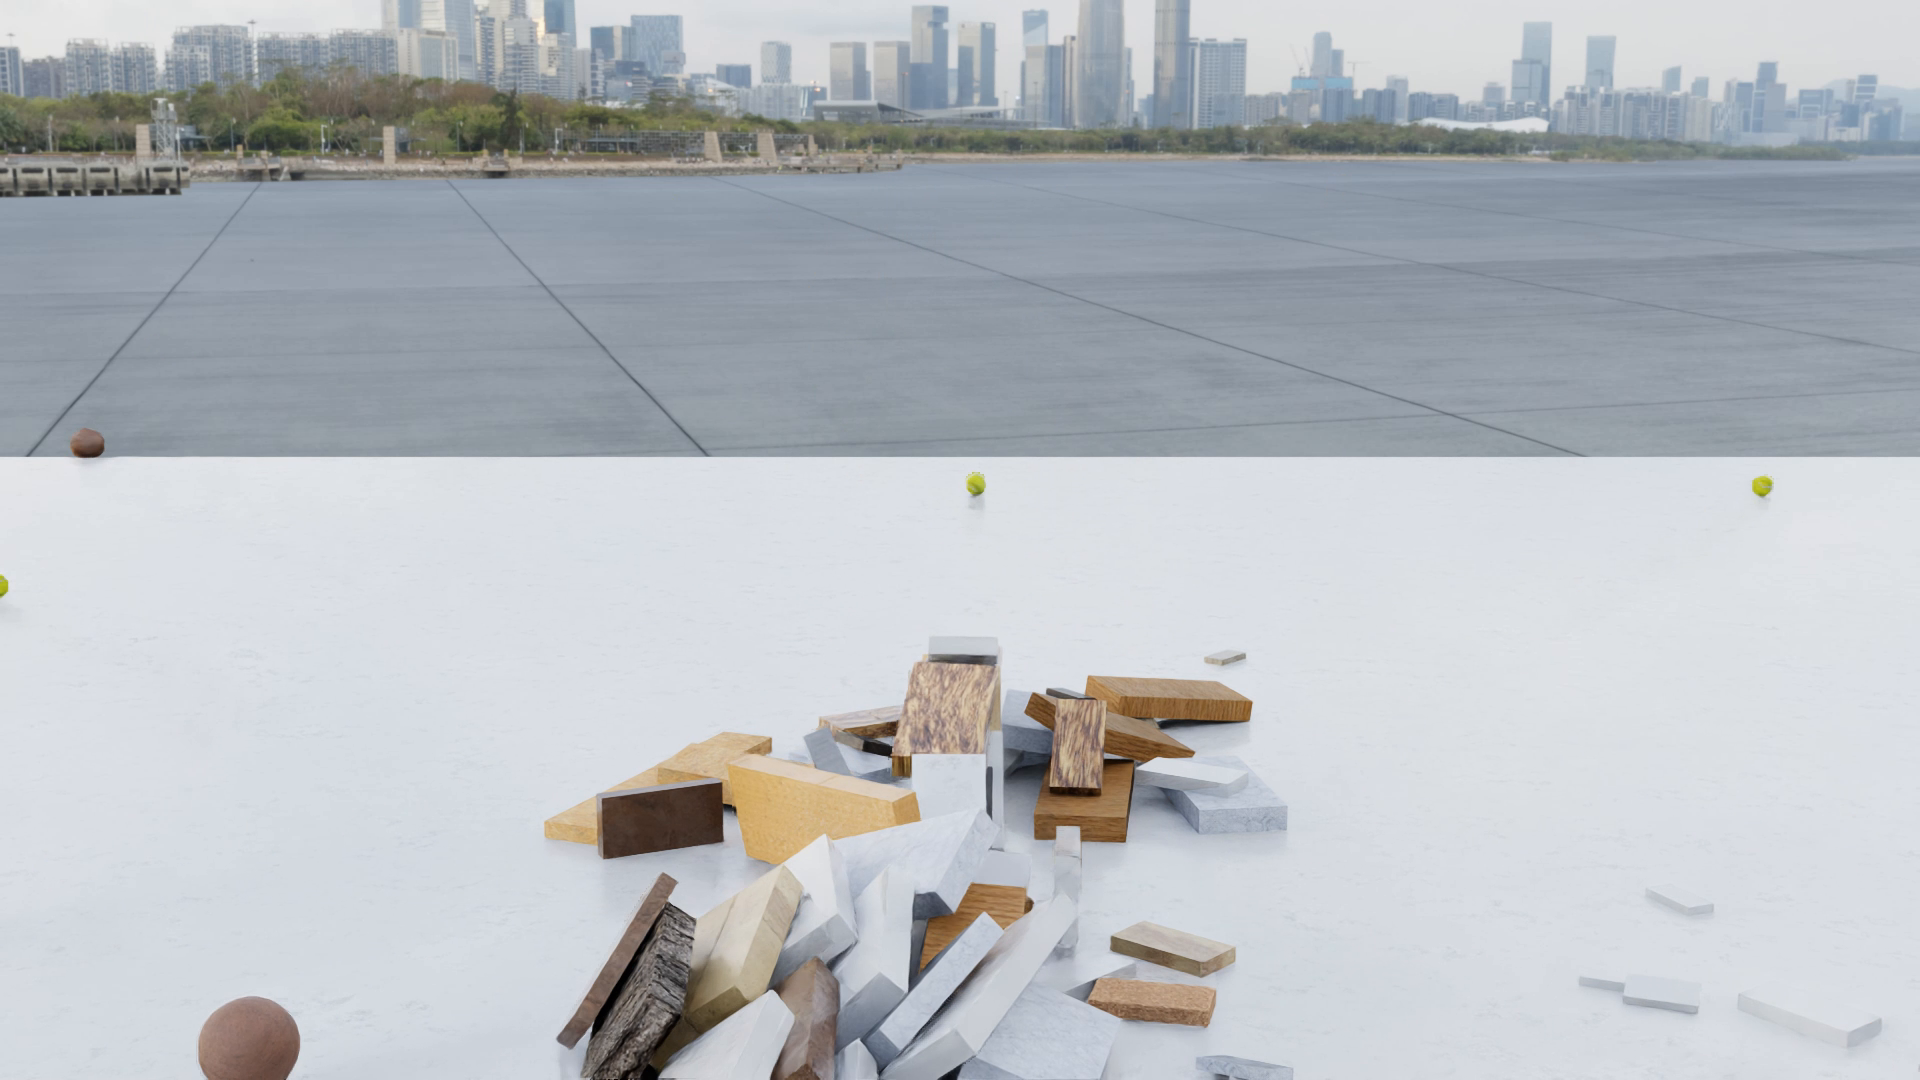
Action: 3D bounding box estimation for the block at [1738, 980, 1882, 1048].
[{"bbox_3d":[1.212,0.676,3.139,0.086,0.024,0.173,-8,13,-36],"label":"block"}]

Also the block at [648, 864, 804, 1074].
[{"bbox_3d":[-0.333,0.598,3.098,0.174,0.049,0.348,-35,12,16],"label":"block"}]

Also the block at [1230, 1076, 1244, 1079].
[{"bbox_3d":[0.430,0.731,2.843,0.173,0.024,0.086,3,11,13],"label":"block"}]

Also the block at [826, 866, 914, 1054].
[{"bbox_3d":[-0.146,0.600,3.085,0.049,0.175,0.349,42,11,-10],"label":"block"}]

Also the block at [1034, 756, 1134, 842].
[{"bbox_3d":[0.236,0.483,4.118,0.165,0.047,0.371,1,11,7],"label":"block"}]

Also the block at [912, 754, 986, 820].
[{"bbox_3d":[-0.019,0.453,3.724,0.127,0.036,0.254,0,31,0],"label":"block"}]

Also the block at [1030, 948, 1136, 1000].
[{"bbox_3d":[0.173,0.651,3.273,0.087,0.025,0.174,10,15,43],"label":"block"}]

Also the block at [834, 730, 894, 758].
[{"bbox_3d":[-0.190,0.413,4.452,0.077,0.022,0.154,15,-3,-24],"label":"block"}]

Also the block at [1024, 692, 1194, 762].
[{"bbox_3d":[0.295,0.378,4.316,0.321,0.046,0.161,18,7,-40],"label":"block"}]

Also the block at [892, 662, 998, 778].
[{"bbox_3d":[-0.025,0.326,3.991,0.157,0.044,0.314,3,29,6],"label":"block"}]

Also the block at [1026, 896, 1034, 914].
[{"bbox_3d":[0.044,0.556,3.468,0.071,0.020,0.142,-12,25,-35],"label":"block"}]

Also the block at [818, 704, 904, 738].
[{"bbox_3d":[-0.175,0.389,4.667,0.222,0.031,0.111,-6,12,-30],"label":"block"}]

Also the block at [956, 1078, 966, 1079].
[{"bbox_3d":[0.077,0.733,2.557,0.164,0.047,0.328,10,12,-3],"label":"block"}]

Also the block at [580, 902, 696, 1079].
[{"bbox_3d":[-0.435,0.631,2.978,0.049,0.174,0.348,34,7,-9],"label":"block"}]

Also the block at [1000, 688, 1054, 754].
[{"bbox_3d":[0.166,0.374,4.518,0.161,0.046,0.465,9,5,3],"label":"block"}]

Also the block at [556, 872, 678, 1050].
[{"bbox_3d":[-0.481,0.589,3.088,0.027,0.095,0.258,33,49,-4],"label":"block"}]

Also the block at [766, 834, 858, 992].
[{"bbox_3d":[-0.247,0.559,3.259,0.175,0.049,0.376,-35,11,0],"label":"block"}]

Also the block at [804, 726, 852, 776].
[{"bbox_3d":[-0.203,0.460,3.879,0.049,0.173,0.346,-22,14,-6],"label":"block"}]

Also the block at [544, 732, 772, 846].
[{"bbox_3d":[-0.566,0.470,4.230,0.111,0.031,0.656,5,11,23],"label":"block"}]

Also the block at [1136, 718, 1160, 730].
[{"bbox_3d":[0.353,0.387,4.677,0.111,0.031,0.222,-1,11,-4],"label":"block"}]

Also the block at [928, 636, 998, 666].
[{"bbox_3d":[0.006,0.255,4.293,0.131,0.037,0.262,1,-24,0],"label":"block"}]

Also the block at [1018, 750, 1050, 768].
[{"bbox_3d":[0.125,0.441,4.432,0.103,0.015,0.051,-6,12,-31],"label":"block"}]

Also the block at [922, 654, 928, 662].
[{"bbox_3d":[-0.016,0.345,4.702,0.111,0.031,0.436,1,20,-5],"label":"block"}]

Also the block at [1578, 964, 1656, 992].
[{"bbox_3d":[0.980,0.656,3.275,0.104,0.015,0.052,5,12,24],"label":"block"}]

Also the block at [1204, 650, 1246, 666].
[{"bbox_3d":[0.637,0.282,5.285,0.051,0.015,0.103,9,14,41],"label":"block"}]

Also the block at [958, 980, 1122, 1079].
[{"bbox_3d":[0.108,0.673,2.896,0.164,0.047,0.328,22,11,8],"label":"block"}]

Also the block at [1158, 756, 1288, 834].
[{"bbox_3d":[0.488,0.478,4.144,0.165,0.047,0.330,-2,11,-9],"label":"block"}]

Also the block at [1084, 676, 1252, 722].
[{"bbox_3d":[0.450,0.342,4.744,0.321,0.046,0.161,4,11,-23],"label":"block"}]

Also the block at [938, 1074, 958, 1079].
[{"bbox_3d":[-0.051,0.775,2.546,0.164,0.047,0.644,1,11,8],"label":"block"}]

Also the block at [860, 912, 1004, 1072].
[{"bbox_3d":[-0.058,0.623,2.956,0.040,0.143,0.285,45,38,5],"label":"block"}]

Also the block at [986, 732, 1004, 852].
[{"bbox_3d":[-0.002,0.458,3.919,0.157,0.044,0.314,0,34,1],"label":"block"}]

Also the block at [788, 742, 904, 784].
[{"bbox_3d":[-0.226,0.446,4.360,0.111,0.031,0.222,-10,14,-43],"label":"block"}]

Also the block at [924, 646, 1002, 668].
[{"bbox_3d":[0.007,0.254,4.527,0.131,0.037,0.262,-2,3,8],"label":"block"}]

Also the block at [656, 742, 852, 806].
[{"bbox_3d":[-0.387,0.456,4.162,0.330,0.047,0.165,9,13,14],"label":"block"}]

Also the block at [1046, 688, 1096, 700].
[{"bbox_3d":[0.238,0.336,4.724,0.051,0.015,0.103,4,7,-41],"label":"block"}]

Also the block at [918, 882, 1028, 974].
[{"bbox_3d":[0.017,0.605,3.218,0.138,0.039,0.276,4,30,5],"label":"block"}]

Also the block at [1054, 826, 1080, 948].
[{"bbox_3d":[0.167,0.540,3.450,0.039,0.138,0.276,2,2,3],"label":"block"}]

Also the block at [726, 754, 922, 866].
[{"bbox_3d":[-0.222,0.476,3.672,0.049,0.173,0.473,-20,15,-37],"label":"block"}]

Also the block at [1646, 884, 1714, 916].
[{"bbox_3d":[1.184,0.592,3.619,0.052,0.015,0.104,-4,11,-22],"label":"block"}]

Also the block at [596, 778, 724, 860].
[{"bbox_3d":[-0.530,0.492,3.892,0.222,0.111,0.031,-5,12,-26],"label":"block"}]

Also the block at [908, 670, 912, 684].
[{"bbox_3d":[-0.031,0.325,4.473,0.131,0.037,0.262,-1,16,-5],"label":"block"}]

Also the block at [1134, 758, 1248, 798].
[{"bbox_3d":[0.434,0.445,4.122,0.190,0.027,0.095,6,12,31],"label":"block"}]

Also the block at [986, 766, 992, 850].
[{"bbox_3d":[-0.008,0.488,3.804,0.127,0.036,0.254,0,34,1],"label":"block"}]

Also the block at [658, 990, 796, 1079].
[{"bbox_3d":[-0.318,0.688,2.680,0.174,0.049,0.348,-35,7,15],"label":"block"}]

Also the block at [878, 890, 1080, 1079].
[{"bbox_3d":[0.031,0.604,2.938,0.143,0.040,0.456,-38,-1,24],"label":"block"}]

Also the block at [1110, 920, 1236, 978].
[{"bbox_3d":[0.328,0.630,3.389,0.174,0.025,0.087,9,14,40],"label":"block"}]

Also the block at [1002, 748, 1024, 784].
[{"bbox_3d":[0.022,0.418,4.350,0.187,0.027,0.094,18,33,22],"label":"block"}]

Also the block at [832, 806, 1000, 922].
[{"bbox_3d":[-0.112,0.517,3.382,0.346,0.049,0.173,-19,28,41],"label":"block"}]

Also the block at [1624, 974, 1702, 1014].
[{"bbox_3d":[1.023,0.660,3.204,0.104,0.015,0.052,4,30,21],"label":"block"}]

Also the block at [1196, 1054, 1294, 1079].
[{"bbox_3d":[0.378,0.703,2.924,0.059,0.017,0.119,9,-8,-42],"label":"block"}]

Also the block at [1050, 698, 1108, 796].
[{"bbox_3d":[0.222,0.386,4.104,0.095,0.027,0.190,1,54,7],"label":"block"}]

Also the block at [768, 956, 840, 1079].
[{"bbox_3d":[-0.244,0.670,2.837,0.175,0.049,0.349,-37,10,5],"label":"block"}]

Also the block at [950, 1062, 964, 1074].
[{"bbox_3d":[0.017,0.719,2.928,0.062,0.017,0.123,0,11,2],"label":"block"}]

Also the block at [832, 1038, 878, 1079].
[{"bbox_3d":[-0.169,0.717,2.668,0.143,0.040,0.285,-35,10,4],"label":"block"}]

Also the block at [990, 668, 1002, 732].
[{"bbox_3d":[-0.002,0.384,4.091,0.157,0.044,0.314,0,55,0],"label":"block"}]

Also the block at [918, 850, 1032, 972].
[{"bbox_3d":[0.025,0.573,3.352,0.138,0.039,0.276,5,30,6],"label":"block"}]

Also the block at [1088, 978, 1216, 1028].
[{"bbox_3d":[0.278,0.668,3.181,0.174,0.025,0.087,2,11,14],"label":"block"}]
